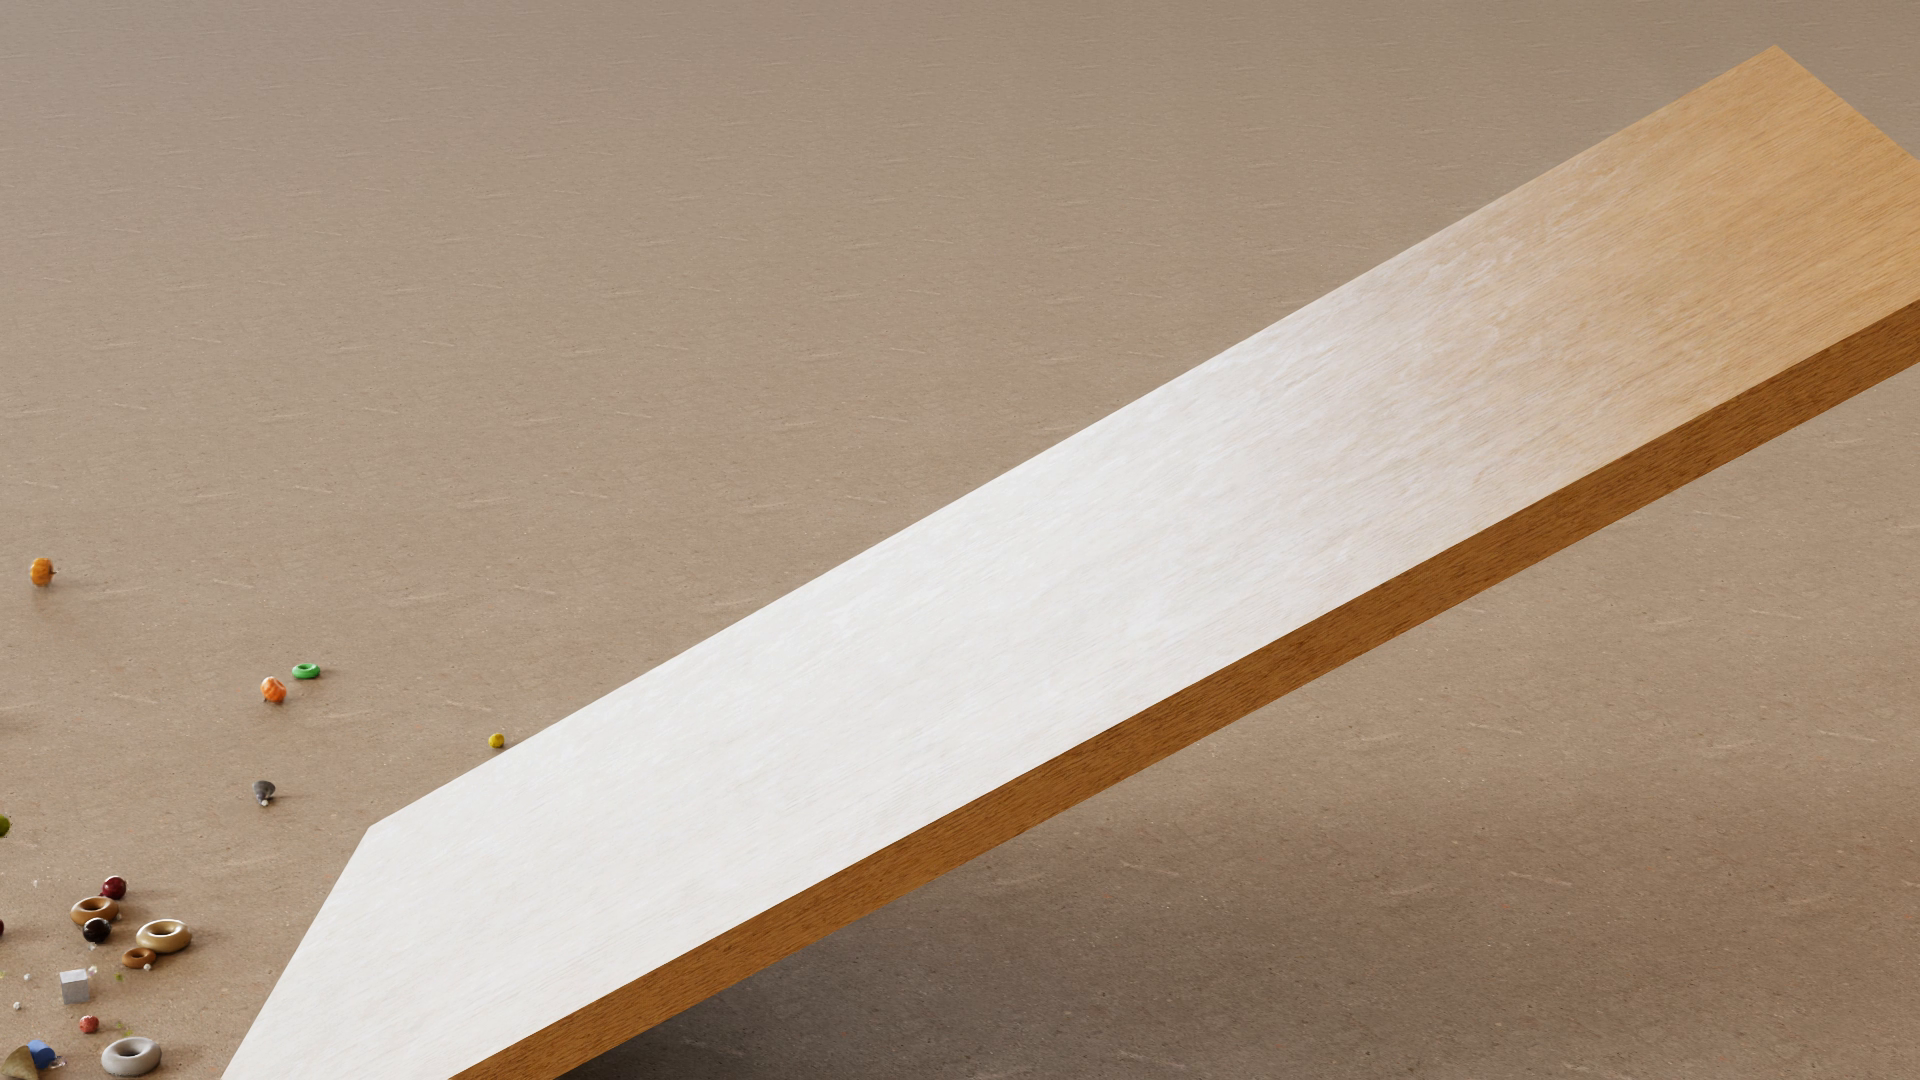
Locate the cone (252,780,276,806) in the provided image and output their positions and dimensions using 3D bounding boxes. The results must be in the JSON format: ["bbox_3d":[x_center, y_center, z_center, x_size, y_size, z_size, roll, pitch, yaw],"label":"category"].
[{"bbox_3d":[-1.899,0.699,8.004,0.064,0.064,0.064,-1,46,-2],"label":"cone"}]

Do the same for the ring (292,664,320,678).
[{"bbox_3d":[-1.975,0.396,8.883,0.083,0.028,0.083,0,18,0],"label":"ring"}]

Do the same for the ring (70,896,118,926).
[{"bbox_3d":[-2.157,0.926,7.332,0.117,0.039,0.117,-1,20,0],"label":"ring"}]

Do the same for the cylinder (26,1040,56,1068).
[{"bbox_3d":[-2.077,1.160,6.636,0.051,0.051,0.051,-16,27,-39],"label":"cylinder"}]

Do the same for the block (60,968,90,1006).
[{"bbox_3d":[-2.087,1.053,6.934,0.058,0.058,0.058,-7,20,-20],"label":"block"}]

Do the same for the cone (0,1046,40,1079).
[{"bbox_3d":[-2.085,1.188,6.576,0.082,0.082,0.082,36,31,15],"label":"cone"}]

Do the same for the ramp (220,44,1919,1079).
[{"bbox_3d":[0.142,0.168,6.287,4.000,0.100,2.000,-29,15,12],"label":"ramp"}]

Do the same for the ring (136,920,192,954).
[{"bbox_3d":[-1.947,0.971,7.195,0.134,0.045,0.134,1,18,0],"label":"ring"}]

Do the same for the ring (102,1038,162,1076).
[{"bbox_3d":[-1.868,1.165,6.632,0.132,0.044,0.132,0,20,0],"label":"ring"}]

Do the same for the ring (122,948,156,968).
[{"bbox_3d":[-1.983,1.010,7.106,0.080,0.027,0.080,1,19,0],"label":"ring"}]
